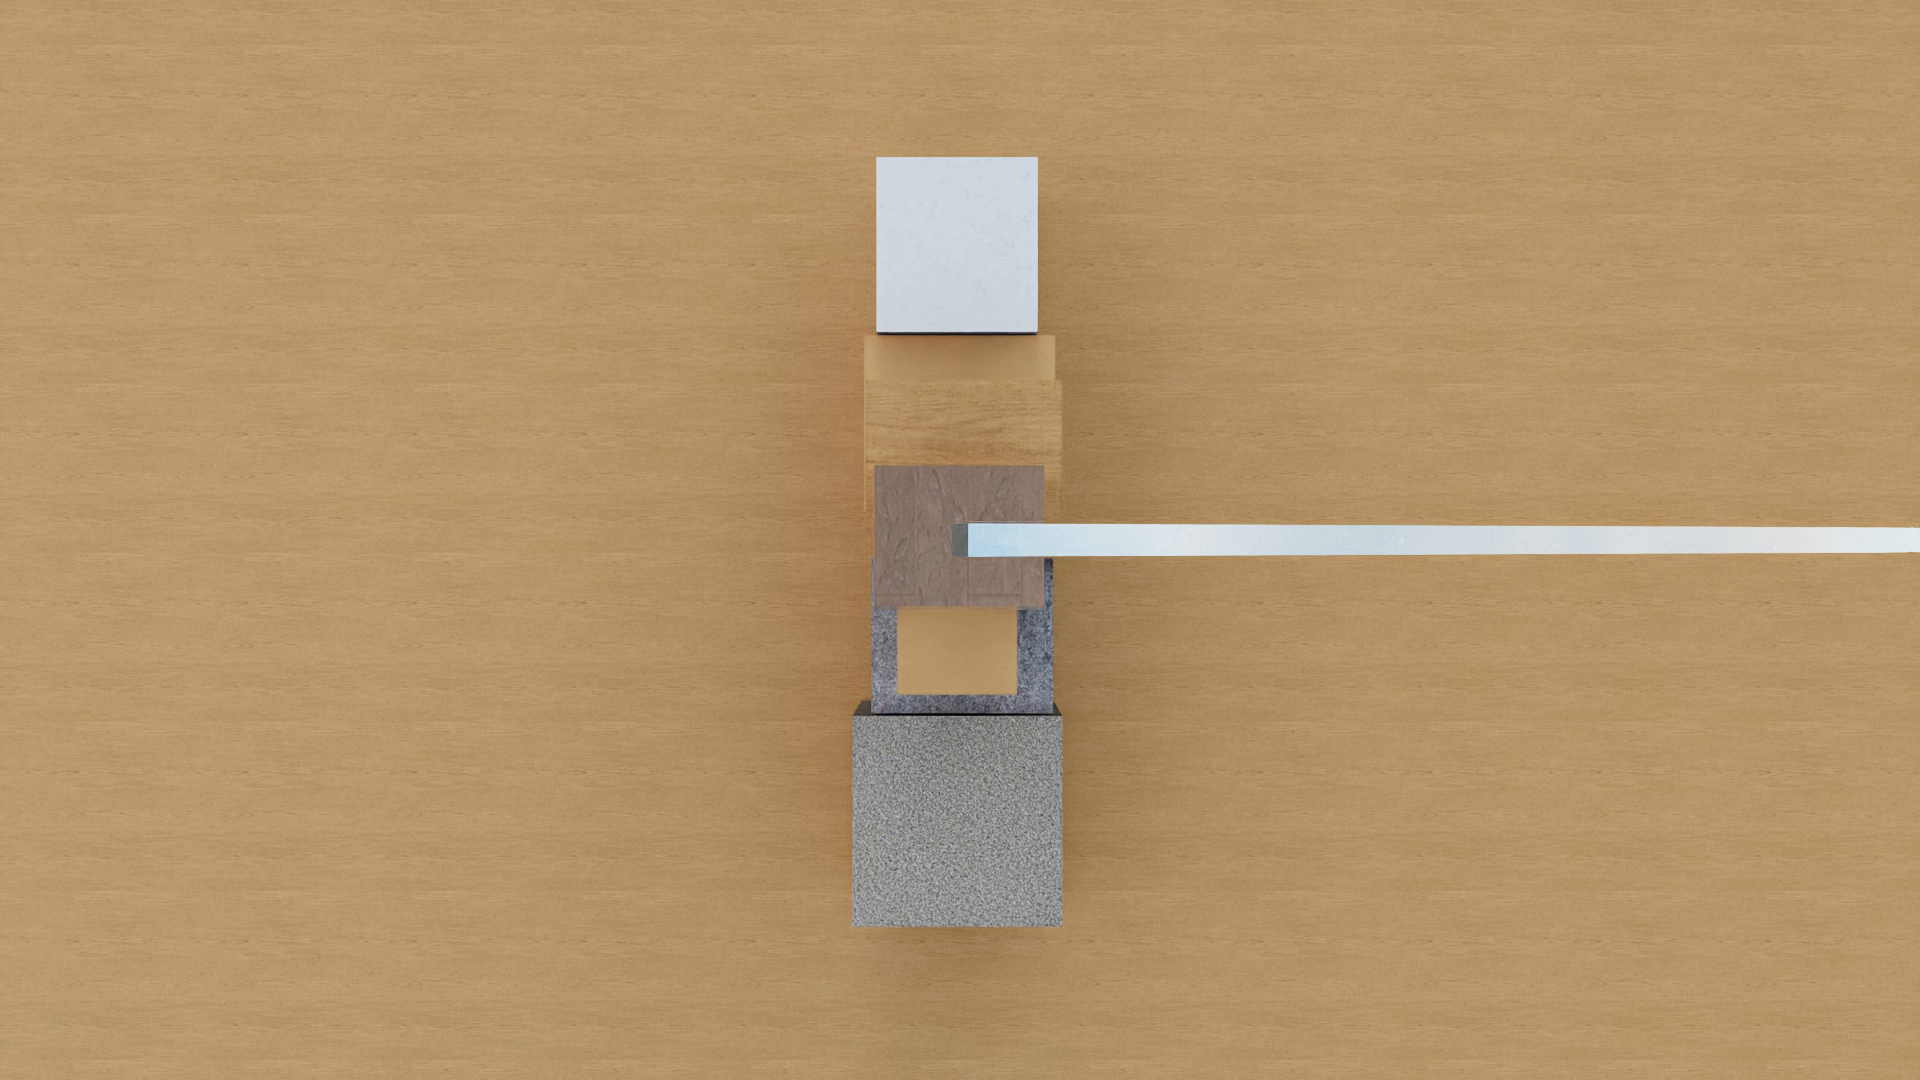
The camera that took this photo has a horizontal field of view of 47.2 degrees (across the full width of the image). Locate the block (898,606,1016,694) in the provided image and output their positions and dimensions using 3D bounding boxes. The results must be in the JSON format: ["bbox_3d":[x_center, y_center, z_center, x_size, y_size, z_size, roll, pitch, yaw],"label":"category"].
[{"bbox_3d":[-0.015,0.449,11.558,0.608,0.759,0.673,0,90,0],"label":"block"}]

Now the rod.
[{"bbox_3d":[2.234,0.000,6.702,5.200,0.080,0.080,0,90,-31],"label":"rod"}]

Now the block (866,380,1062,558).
[{"bbox_3d":[0.018,-0.347,11.430,0.975,1.020,0.888,0,89,0],"label":"block"}]

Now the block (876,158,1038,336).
[{"bbox_3d":[-0.016,-1.612,12.497,0.878,1.006,0.951,0,90,0],"label":"block"}]

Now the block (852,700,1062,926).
[{"bbox_3d":[-0.014,1.519,12.433,1.136,1.134,1.137,0,90,0],"label":"block"}]

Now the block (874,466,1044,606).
[{"bbox_3d":[-0.003,-0.015,10.600,0.794,0.632,0.660,0,89,0],"label":"block"}]

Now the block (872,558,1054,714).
[{"bbox_3d":[0.012,0.396,12.469,0.987,1.062,1.090,0,90,0],"label":"block"}]

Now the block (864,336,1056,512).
[{"bbox_3d":[-0.003,-0.643,12.554,1.053,0.893,0.968,0,90,0],"label":"block"}]
